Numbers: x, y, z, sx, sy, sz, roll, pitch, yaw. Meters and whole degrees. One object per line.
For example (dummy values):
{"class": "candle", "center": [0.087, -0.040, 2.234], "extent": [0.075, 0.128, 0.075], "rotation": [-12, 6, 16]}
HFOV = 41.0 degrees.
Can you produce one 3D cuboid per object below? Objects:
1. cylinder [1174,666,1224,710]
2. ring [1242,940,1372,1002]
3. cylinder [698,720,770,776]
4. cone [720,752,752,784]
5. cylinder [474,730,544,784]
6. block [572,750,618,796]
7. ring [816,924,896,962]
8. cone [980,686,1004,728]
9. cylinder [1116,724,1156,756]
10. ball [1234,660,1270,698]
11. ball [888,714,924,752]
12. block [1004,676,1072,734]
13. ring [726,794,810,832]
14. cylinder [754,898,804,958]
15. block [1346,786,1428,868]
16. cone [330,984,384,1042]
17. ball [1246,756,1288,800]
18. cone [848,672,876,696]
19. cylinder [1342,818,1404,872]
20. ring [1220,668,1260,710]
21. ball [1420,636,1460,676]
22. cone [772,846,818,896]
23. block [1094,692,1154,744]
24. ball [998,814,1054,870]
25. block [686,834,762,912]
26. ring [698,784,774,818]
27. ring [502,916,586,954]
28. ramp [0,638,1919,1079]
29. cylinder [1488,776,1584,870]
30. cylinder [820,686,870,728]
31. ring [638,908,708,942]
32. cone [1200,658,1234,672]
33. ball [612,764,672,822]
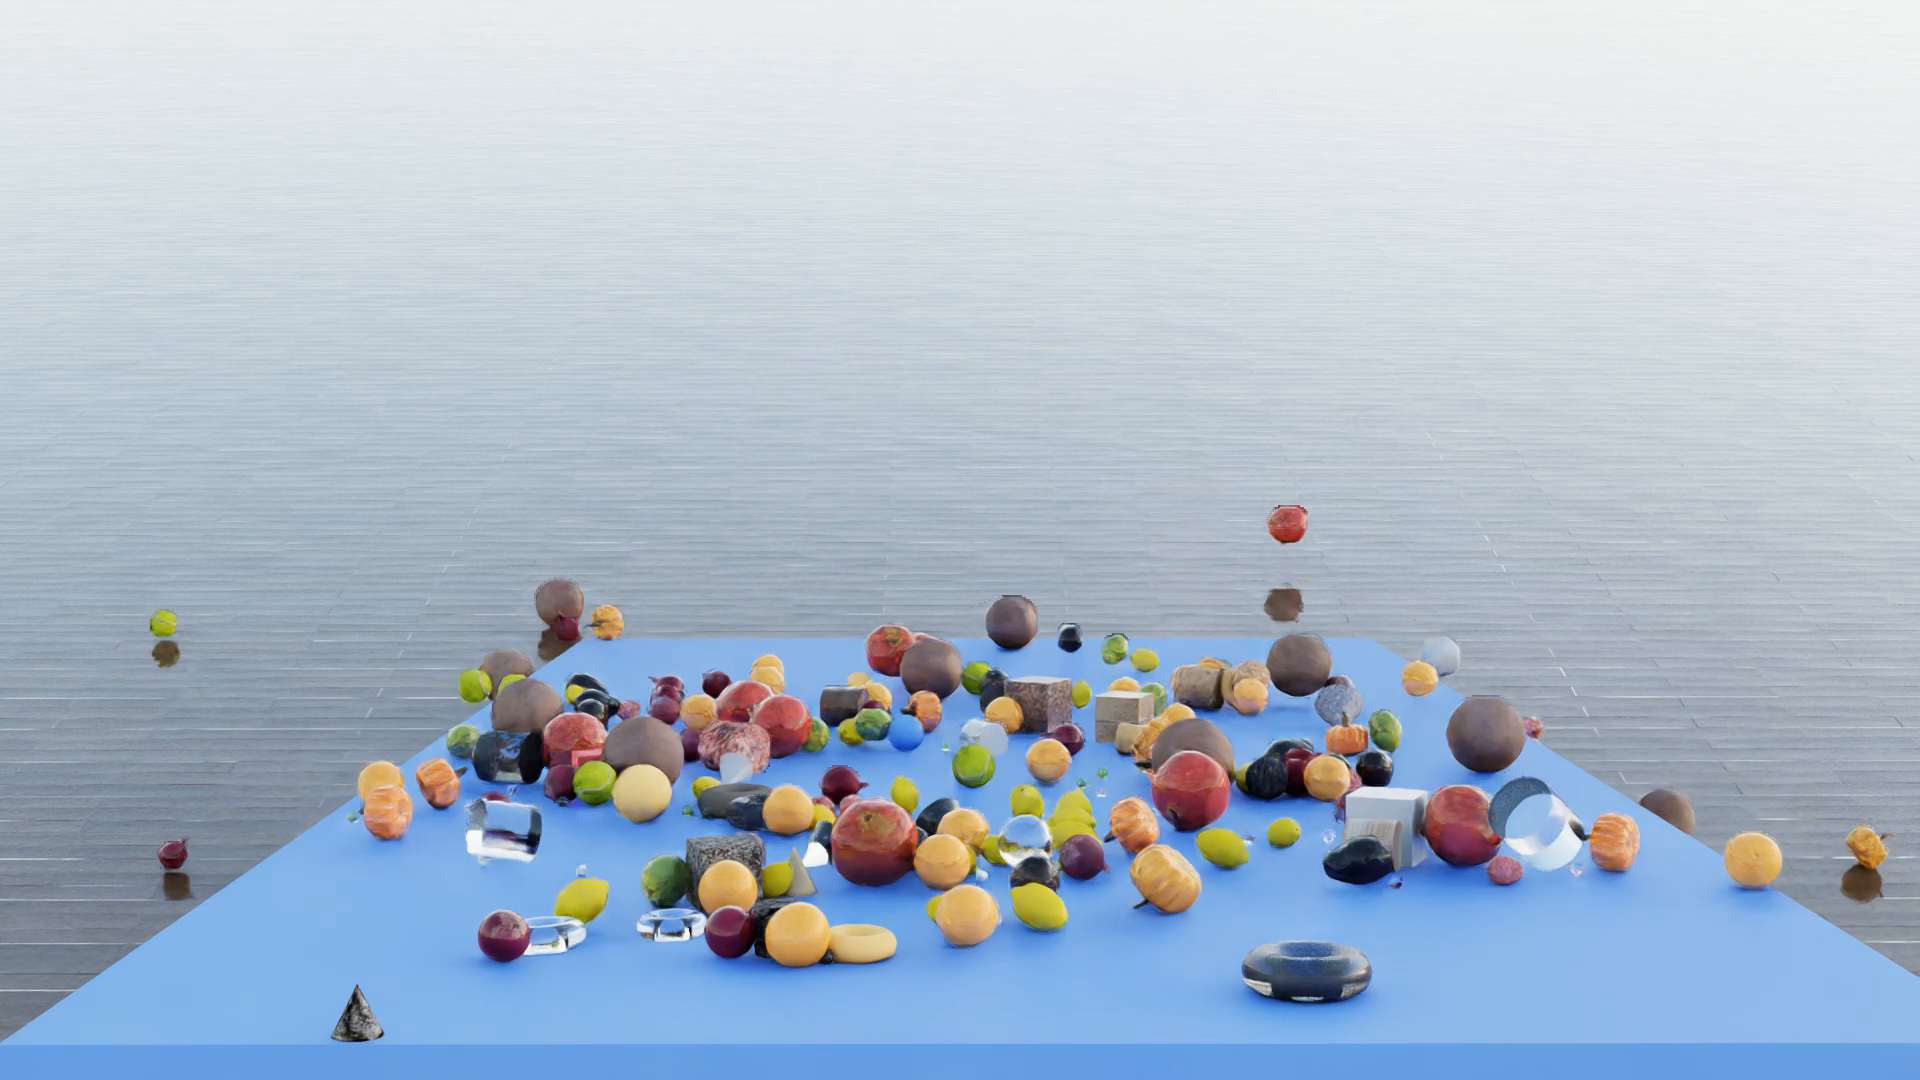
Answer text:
{"class": "cylinder", "center": [0.480, 0.295, 5.125], "extent": [0.082, 0.082, 0.082], "rotation": [2, 19, 22]}
{"class": "ring", "center": [0.371, 0.461, 2.748], "extent": [0.139, 0.046, 0.139], "rotation": [0, 2, 0]}
{"class": "cylinder", "center": [-0.376, 0.347, 4.282], "extent": [0.085, 0.085, 0.085], "rotation": [3, 17, 42]}
{"class": "cone", "center": [-0.373, 0.384, 4.156], "extent": [0.057, 0.057, 0.057], "rotation": [6, 32, 16]}
{"class": "cylinder", "center": [-0.734, 0.354, 4.183], "extent": [0.083, 0.083, 0.083], "rotation": [1, 19, 21]}
{"class": "block", "center": [-0.582, 0.370, 4.095], "extent": [0.062, 0.062, 0.062], "rotation": [-1, 4, -17]}
{"class": "ring", "center": [-0.117, 0.459, 2.918], "extent": [0.092, 0.031, 0.092], "rotation": [1, 5, 0]}
{"class": "cone", "center": [0.080, 0.334, 4.879], "extent": [0.083, 0.083, 0.083], "rotation": [-1, 30, -2]}
{"class": "cylinder", "center": [0.306, 0.349, 4.477], "extent": [0.055, 0.055, 0.055], "rotation": [2, 19, 20]}
{"class": "ball", "center": [0.576, 0.274, 5.064], "extent": [0.074, 0.074, 0.074], "rotation": [0, 20, 0]}
{"class": "ball", "center": [-0.095, 0.341, 4.536], "extent": [0.065, 0.065, 0.065], "rotation": [0, 20, 0]}
{"class": "block", "center": [0.146, 0.309, 4.816], "extent": [0.094, 0.094, 0.094], "rotation": [2, 4, 30]}
{"class": "ring", "center": [-0.283, 0.401, 3.773], "extent": [0.123, 0.041, 0.123], "rotation": [1, 3, 0]}
{"class": "cylinder", "center": [-0.206, 0.444, 2.937], "extent": [0.057, 0.057, 0.057], "rotation": [0, 4, 0]}
{"class": "block", "center": [0.583, 0.391, 3.504], "extent": [0.092, 0.092, 0.092], "rotation": [1, 4, 23]}
{"class": "cone", "center": [-0.602, 0.469, 2.567], "extent": [0.053, 0.053, 0.053], "rotation": [0, 4, 0]}
{"class": "ball", "center": [0.479, 0.372, 4.008], "extent": [0.068, 0.068, 0.068], "rotation": [0, 20, 0]}
{"class": "cone", "center": [-0.214, 0.314, 5.272], "extent": [0.063, 0.063, 0.063], "rotation": [8, 33, 20]}
{"class": "cylinder", "center": [0.552, 0.408, 3.432], "extent": [0.068, 0.068, 0.068], "rotation": [1, 19, 23]}
{"class": "ring", "center": [0.558, 0.297, 5.109], "extent": [0.094, 0.031, 0.094], "rotation": [16, 52, -21]}
{"class": "ball", "center": [1.081, 0.262, 5.775], "extent": [0.090, 0.090, 0.090], "rotation": [0, 20, 0]}
{"class": "cone", "center": [-0.212, 0.421, 3.284], "extent": [0.060, 0.060, 0.060], "rotation": [0, 4, 0]}
{"class": "block", "center": [0.299, 0.323, 4.672], "extent": [0.084, 0.084, 0.084], "rotation": [1, 4, 23]}
{"class": "ball", "center": [0.088, 0.404, 3.431], "extent": [0.075, 0.075, 0.075], "rotation": [0, 20, 0]}
{"class": "block", "center": [-0.295, 0.416, 3.212], "extent": [0.079, 0.079, 0.079], "rotation": [-1, 4, -18]}
{"class": "ring", "center": [-0.336, 0.395, 3.879], "extent": [0.121, 0.040, 0.121], "rotation": [-1, 4, 0]}
{"class": "ring", "center": [-0.479, 0.455, 2.956], "extent": [0.098, 0.033, 0.098], "rotation": [-3, 1, 0]}
{"class": "ramp", "center": [0.047, 0.424, 4.534], "extent": [2.000, 0.100, 4.000], "rotation": [0, 4, 0]}
{"class": "cylinder", "center": [0.767, 0.378, 3.417], "extent": [0.093, 0.093, 0.093], "rotation": [41, -8, -38]}
{"class": "cylinder", "center": [-0.217, 0.316, 4.847], "extent": [0.076, 0.076, 0.076], "rotation": [1, 19, 17]}
{"class": "ring", "center": [-0.339, 0.454, 3.025], "extent": [0.083, 0.028, 0.083], "rotation": [-1, 3, 0]}
{"class": "cone", "center": [0.538, 0.306, 5.304], "extent": [0.087, 0.087, 0.087], "rotation": [-3, 31, -8]}
{"class": "ball", "center": [-0.471, 0.375, 3.806], "extent": [0.087, 0.087, 0.087], "rotation": [0, 20, 0]}
